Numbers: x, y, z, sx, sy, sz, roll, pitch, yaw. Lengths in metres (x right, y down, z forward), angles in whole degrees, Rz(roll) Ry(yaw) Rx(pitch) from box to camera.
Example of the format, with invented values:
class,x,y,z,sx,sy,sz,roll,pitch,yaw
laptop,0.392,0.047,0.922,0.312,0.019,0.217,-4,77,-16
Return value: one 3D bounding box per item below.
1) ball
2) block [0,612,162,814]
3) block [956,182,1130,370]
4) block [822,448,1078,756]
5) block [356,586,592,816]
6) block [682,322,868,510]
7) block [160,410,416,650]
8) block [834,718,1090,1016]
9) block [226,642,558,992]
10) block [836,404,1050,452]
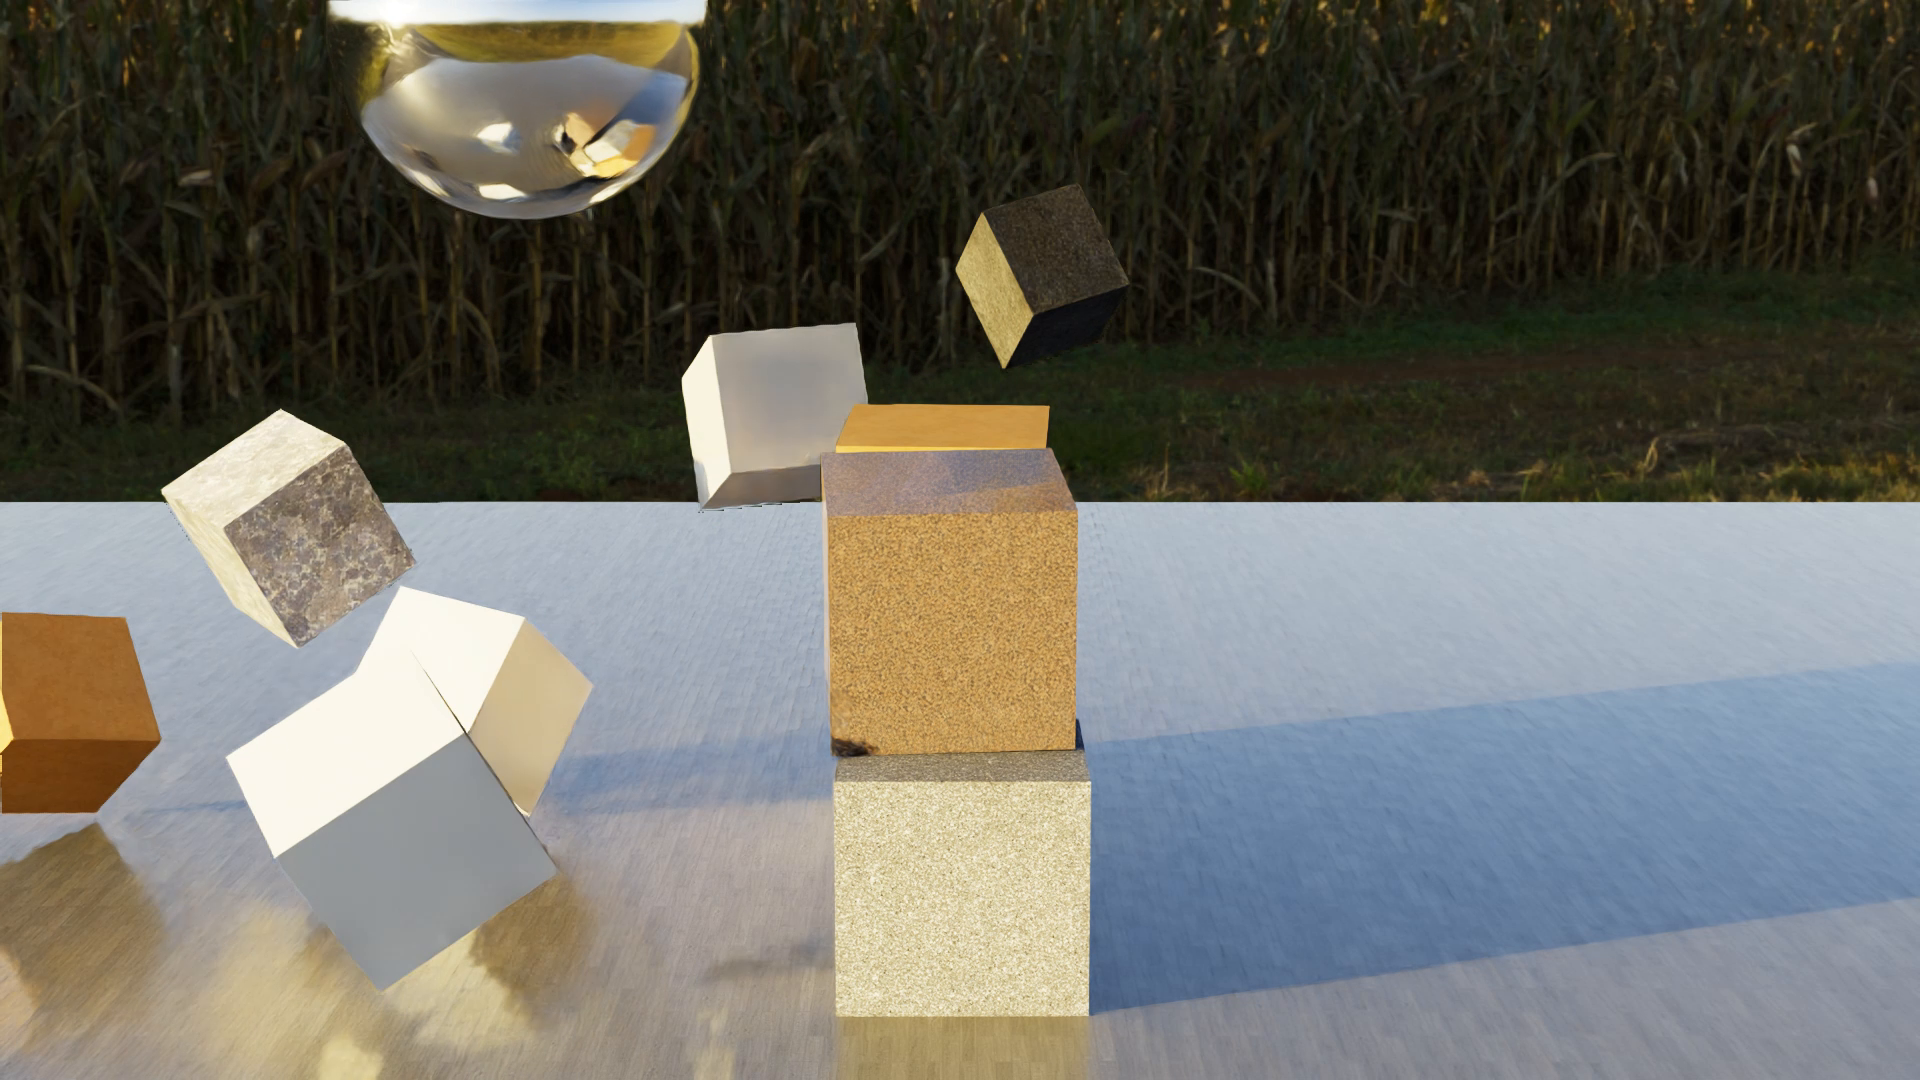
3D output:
class,x,y,z,sx,sy,sz,roll,pitch,yaw
ball,-1.847,-2.150,10.789,1.600,1.600,1.600,0,10,0
block,-4.296,0.810,11.970,0.736,0.684,0.654,6,-39,-48
block,0.417,-1.354,13.191,0.558,0.618,0.623,-19,-17,-20
block,-0.060,0.228,10.197,0.944,0.963,0.912,-1,17,-4
block,-2.354,0.767,12.215,0.742,0.710,0.725,12,-24,27
block,-0.948,-0.632,13.275,0.754,0.713,0.867,-6,-10,-17
block,-3.388,-0.065,12.956,0.735,0.764,0.820,-38,34,-22
block,0.008,1.262,10.064,0.953,0.916,0.946,0,10,0
block,-2.152,1.041,9.731,0.792,0.765,0.762,-34,36,-11
block,-0.063,-0.016,12.041,0.940,1.069,0.922,1,15,3
